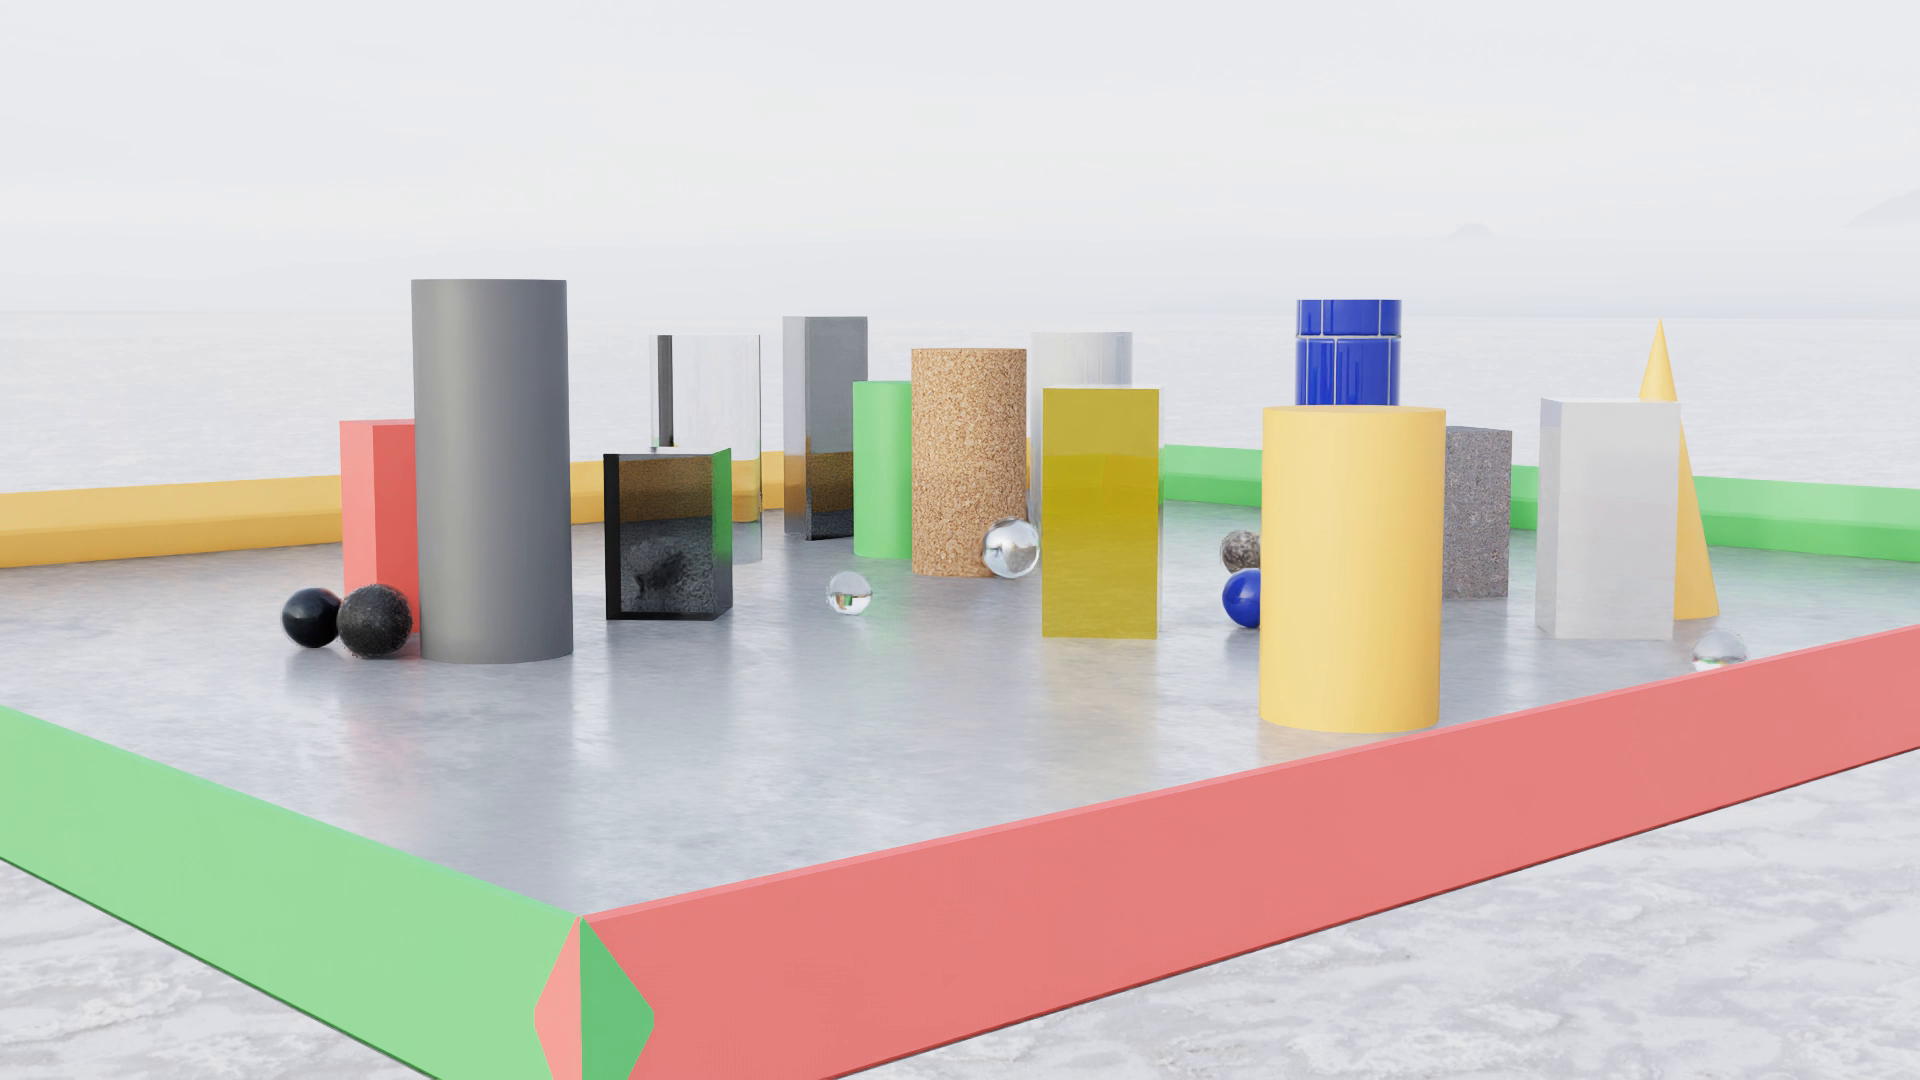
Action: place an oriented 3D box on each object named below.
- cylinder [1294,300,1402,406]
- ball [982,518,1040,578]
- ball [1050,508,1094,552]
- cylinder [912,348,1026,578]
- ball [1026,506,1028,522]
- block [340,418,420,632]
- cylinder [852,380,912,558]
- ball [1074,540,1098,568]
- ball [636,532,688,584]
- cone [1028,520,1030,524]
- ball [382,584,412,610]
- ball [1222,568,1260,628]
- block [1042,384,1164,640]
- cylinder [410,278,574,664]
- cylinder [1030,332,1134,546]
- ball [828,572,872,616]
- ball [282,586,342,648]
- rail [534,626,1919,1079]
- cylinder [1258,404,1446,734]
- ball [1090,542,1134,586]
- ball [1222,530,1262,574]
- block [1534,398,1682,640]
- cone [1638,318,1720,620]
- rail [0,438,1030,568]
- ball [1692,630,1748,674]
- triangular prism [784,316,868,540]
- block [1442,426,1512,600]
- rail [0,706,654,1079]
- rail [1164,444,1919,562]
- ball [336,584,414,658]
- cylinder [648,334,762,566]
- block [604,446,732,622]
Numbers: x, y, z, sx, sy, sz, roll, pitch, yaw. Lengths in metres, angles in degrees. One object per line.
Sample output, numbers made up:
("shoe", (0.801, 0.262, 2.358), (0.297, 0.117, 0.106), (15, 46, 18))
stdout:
("cylinder", (0.727, -0.219, 4.135), (0.196, 0.463, 0.196), (0, 6, 0))
("ball", (0.085, 0.014, 3.632), (0.098, 0.098, 0.098), (0, 6, 0))
("ball", (0.206, -0.019, 4.060), (0.081, 0.081, 0.081), (0, 6, 0))
("cylinder", (0.015, -0.136, 3.746), (0.196, 0.379, 0.196), (0, 6, 0))
("ball", (0.095, -0.051, 4.358), (0.083, 0.083, 0.083), (0, 6, 0))
("block", (-0.773, -0.024, 3.111), (0.157, 0.288, 0.157), (-4, 7, -32))
("cylinder", (-0.097, -0.132, 4.026), (0.196, 0.313, 0.196), (0, 6, 0))
("ball", (0.220, 0.024, 3.817), (0.046, 0.046, 0.046), (0, 6, 0))
("ball", (-0.485, 0.028, 3.584), (0.086, 0.086, 0.086), (0, 6, 0))
("cone", (0.232, -0.195, 4.434), (0.196, 0.353, 0.196), (0, 6, 0))
("ball", (-0.768, 0.100, 2.909), (0.085, 0.085, 0.085), (0, 6, 0))
("ball", (0.411, 0.081, 3.090), (0.085, 0.085, 0.085), (0, 6, 0))
("block", (0.200, -0.043, 3.052), (0.157, 0.339, 0.157), (1, 6, 8))
("cylinder", (-0.603, -0.093, 2.842), (0.196, 0.482, 0.196), (0, 6, 0))
("cylinder", (0.231, -0.195, 4.193), (0.196, 0.403, 0.196), (0, 6, 0))
("ball", (-0.161, 0.078, 3.217), (0.065, 0.065, 0.065), (0, 6, 0))
("ball", (-0.854, 0.101, 2.908), (0.081, 0.081, 0.081), (0, 6, 0))
("rail", (0.985, 0.144, 2.270), (3.264, 0.127, 0.045), (-5, 8, -42))
("cylinder", (0.427, 0.026, 2.401), (0.196, 0.338, 0.196), (0, 6, 0))
("ball", (0.246, 0.039, 3.562), (0.069, 0.069, 0.069), (0, 6, 0))
("ball", (0.475, 0.025, 3.648), (0.080, 0.080, 0.080), (0, 6, 0))
("block", (0.894, -0.033, 3.046), (0.157, 0.321, 0.157), (0, 6, 5))
("cone", (1.027, -0.113, 3.249), (0.196, 0.437, 0.196), (0, 6, 0))
("rail", (-0.985, -0.078, 4.394), (3.264, 0.127, 0.045), (-5, 8, -42))
("ball", (0.909, 0.140, 2.631), (0.063, 0.063, 0.063), (0, 6, 0))
("triangular prism", (-0.293, -0.225, 4.339), (0.147, 0.432, 0.170), (5, 8, 40))
("block", (0.753, -0.045, 3.457), (0.157, 0.259, 0.157), (-2, 6, -19))
("rail", (-1.182, 0.147, 2.247), (0.045, 0.127, 2.952), (-5, 8, -42))
("rail", (1.182, -0.080, 4.417), (0.045, 0.127, 2.952), (-5, 8, -42))
("ball", (-0.750, 0.105, 2.817), (0.095, 0.095, 0.095), (0, 6, 0))
("cylinder", (-0.451, -0.164, 3.904), (0.196, 0.401, 0.196), (0, 6, 0))
("block", (-0.426, -0.012, 3.227), (0.157, 0.240, 0.157), (0, 6, 4))
